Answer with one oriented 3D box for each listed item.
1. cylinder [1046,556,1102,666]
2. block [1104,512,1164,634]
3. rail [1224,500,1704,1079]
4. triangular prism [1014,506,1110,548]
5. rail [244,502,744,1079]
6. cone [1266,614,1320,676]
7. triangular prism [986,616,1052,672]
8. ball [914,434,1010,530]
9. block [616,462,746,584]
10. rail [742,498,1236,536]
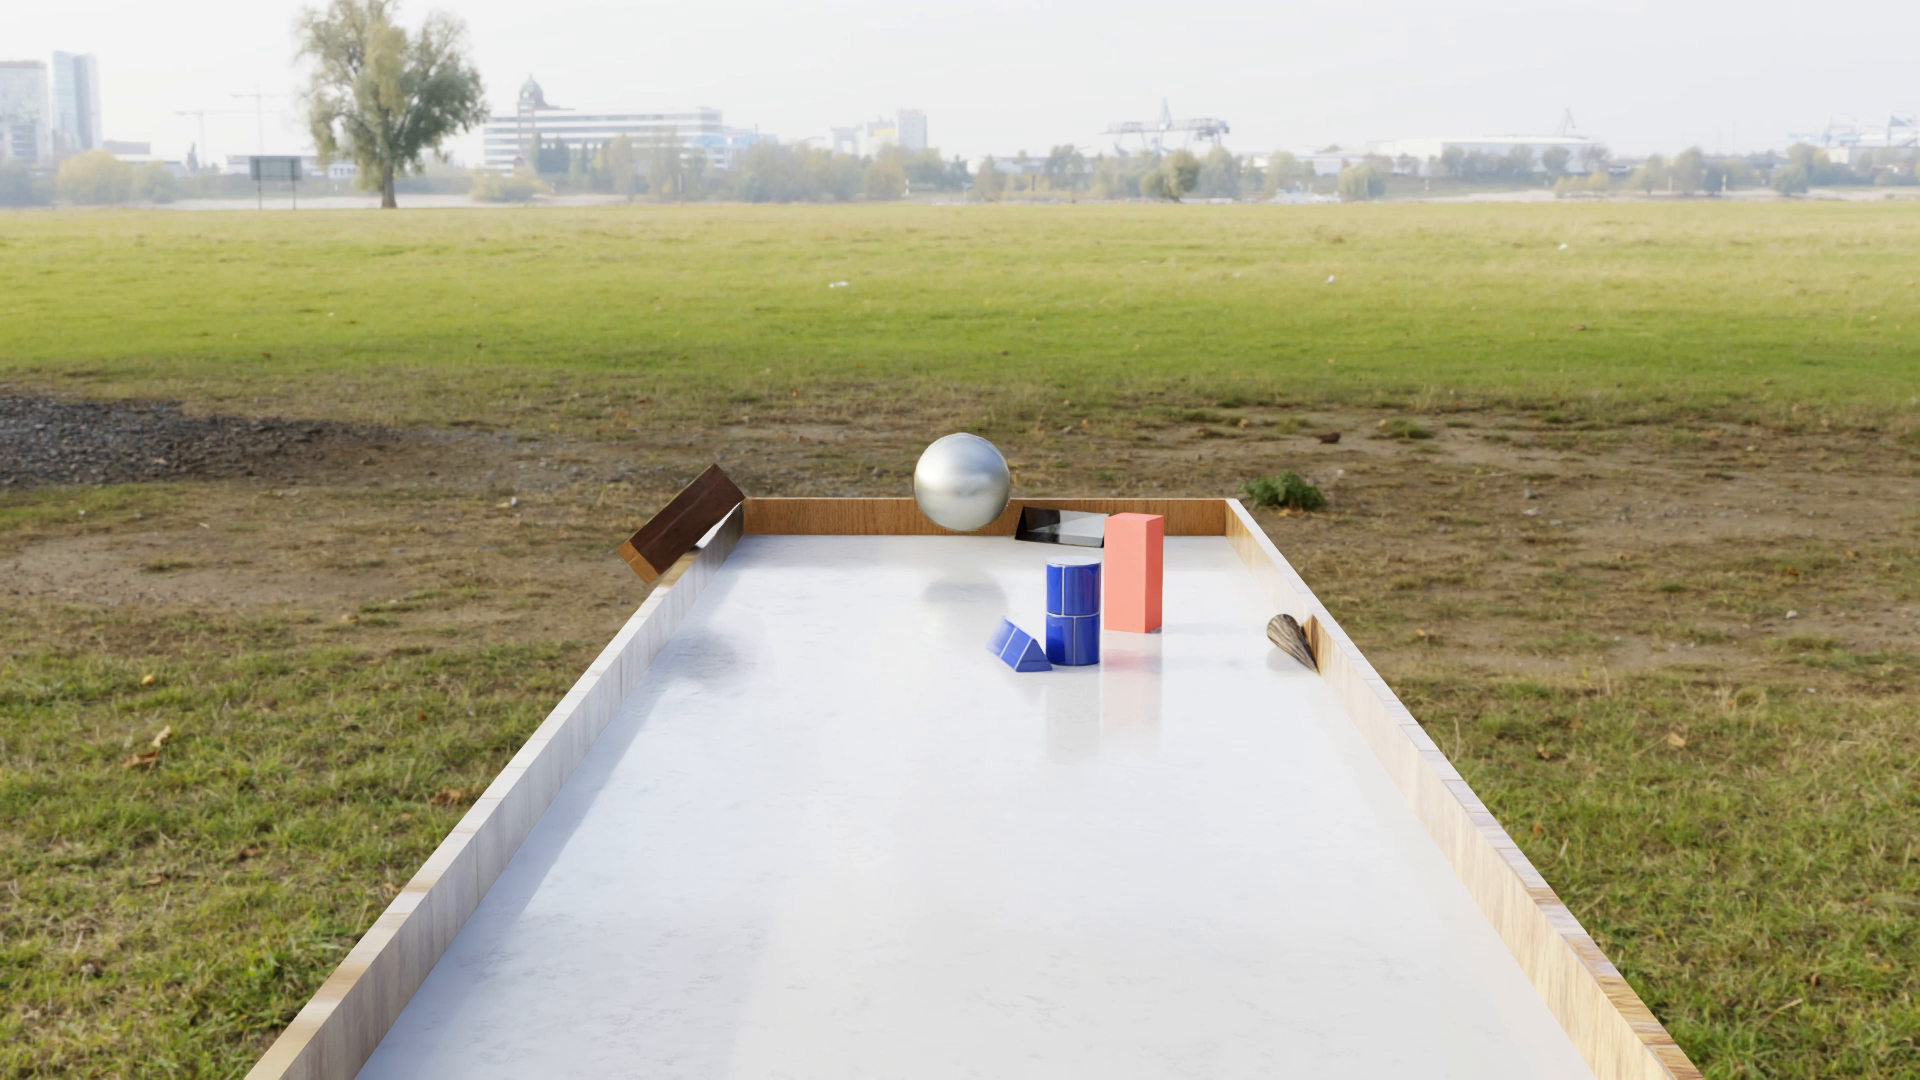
[{"bbox_3d":[0.343,0.214,6.668,0.169,0.310,0.169,0,9,0],"label":"cylinder"},{"bbox_3d":[0.566,0.106,7.168,0.146,0.366,0.146,5,10,28],"label":"block"},{"bbox_3d":[1.046,0.843,3.208,0.050,0.150,12.000,0,9,1],"label":"rail"},{"bbox_3d":[0.432,-0.058,8.949,0.399,0.127,0.147,6,11,31],"label":"triangular prism"},{"bbox_3d":[-1.004,0.839,3.234,0.050,0.150,12.000,0,9,1],"label":"rail"},{"bbox_3d":[1.038,0.342,6.689,0.103,0.103,0.459,-1,15,-6],"label":"cone"},{"bbox_3d":[0.178,0.313,6.703,0.114,0.099,0.359,-2,9,-14],"label":"triangular prism"},{"bbox_3d":[0.009,-0.237,8.927,0.393,0.393,0.393,0,9,0],"label":"ball"},{"bbox_3d":[-1.000,-0.058,7.888,0.443,0.167,0.167,-45,7,-26],"label":"block"},{"bbox_3d":[0.099,-0.098,9.147,2.100,0.150,0.050,0,9,1],"label":"rail"}]
